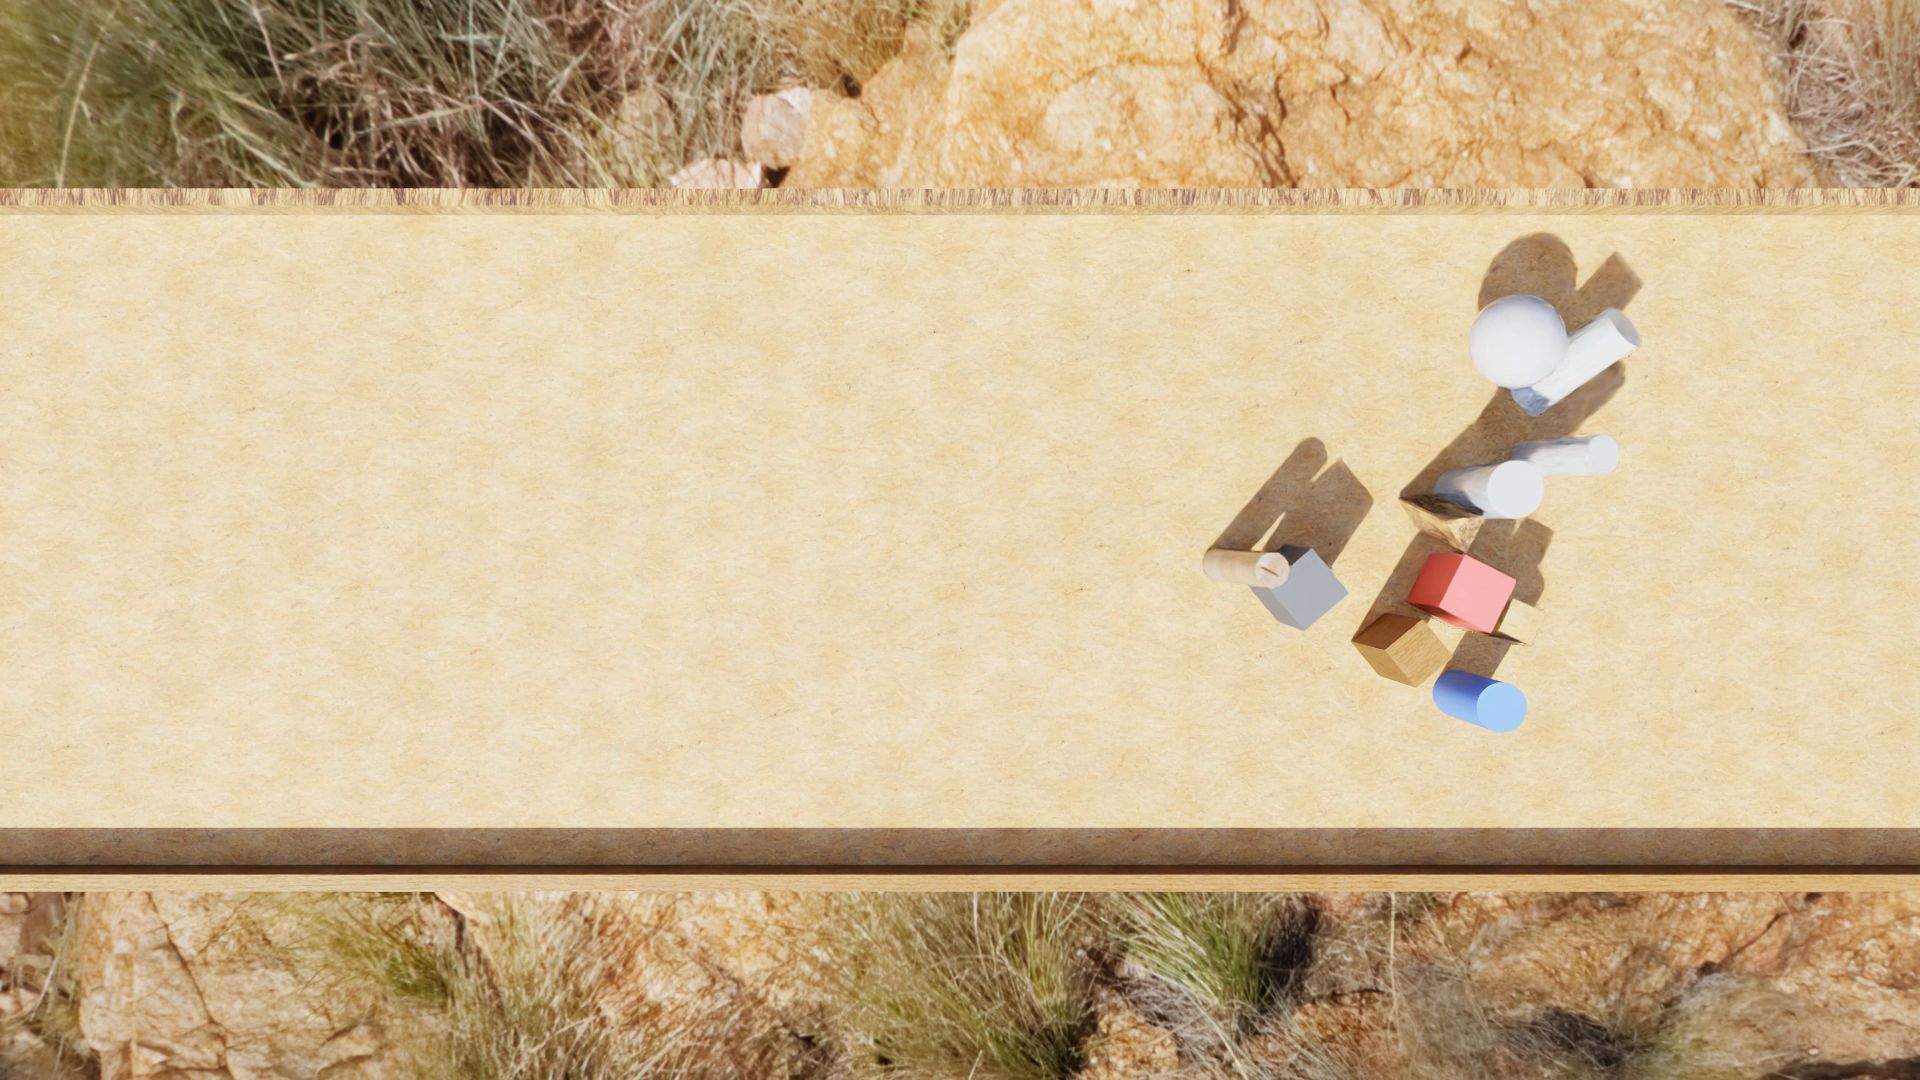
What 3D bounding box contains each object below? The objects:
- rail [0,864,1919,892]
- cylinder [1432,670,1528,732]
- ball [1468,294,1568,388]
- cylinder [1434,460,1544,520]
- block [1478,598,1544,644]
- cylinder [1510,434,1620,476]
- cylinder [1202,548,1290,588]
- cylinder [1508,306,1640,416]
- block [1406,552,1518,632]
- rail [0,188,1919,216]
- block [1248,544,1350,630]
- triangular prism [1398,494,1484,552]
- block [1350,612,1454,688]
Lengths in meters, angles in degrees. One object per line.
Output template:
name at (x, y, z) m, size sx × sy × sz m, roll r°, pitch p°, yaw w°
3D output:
rail at (-2.247, 1.025, 5.001) m, size 12.000 × 0.150 × 0.050 m, roll 0°, pitch 90°, yaw 0°
cylinder at (1.525, 0.472, 4.859) m, size 0.142 × 0.434 × 0.142 m, roll 0°, pitch 90°, yaw 0°
ball at (1.630, -0.581, 4.823) m, size 0.276 × 0.276 × 0.276 m, roll 0°, pitch 90°, yaw 0°
cylinder at (1.547, -0.142, 4.851) m, size 0.162 × 0.444 × 0.162 m, roll 0°, pitch 90°, yaw -3°
block at (1.615, 0.232, 4.919) m, size 0.102 × 0.309 × 0.102 m, roll 25°, pitch 90°, yaw -3°
cylinder at (1.788, -0.248, 4.893) m, size 0.111 × 0.350 × 0.111 m, roll 0°, pitch 90°, yaw -19°
cylinder at (0.834, 0.079, 4.845) m, size 0.101 × 0.452 × 0.101 m, roll 0°, pitch 91°, yaw -11°
cylinder at (1.822, -0.528, 4.907) m, size 0.141 × 0.141 × 0.364 m, roll 49°, pitch 129°, yaw 0°
block at (1.487, 0.153, 4.908) m, size 0.168 × 0.334 × 0.168 m, roll 27°, pitch 90°, yaw -1°
rail at (-2.247, -1.025, 5.002) m, size 12.000 × 0.150 × 0.050 m, roll 0°, pitch 90°, yaw 0°
block at (0.992, 0.136, 4.897) m, size 0.169 × 0.352 × 0.169 m, roll -40°, pitch 92°, yaw 0°
triangular prism at (1.433, -0.075, 4.882) m, size 0.097 × 0.371 × 0.111 m, roll -35°, pitch 104°, yaw 1°
block at (1.299, 0.321, 4.870) m, size 0.138 × 0.413 × 0.138 m, roll -40°, pitch 90°, yaw 0°
